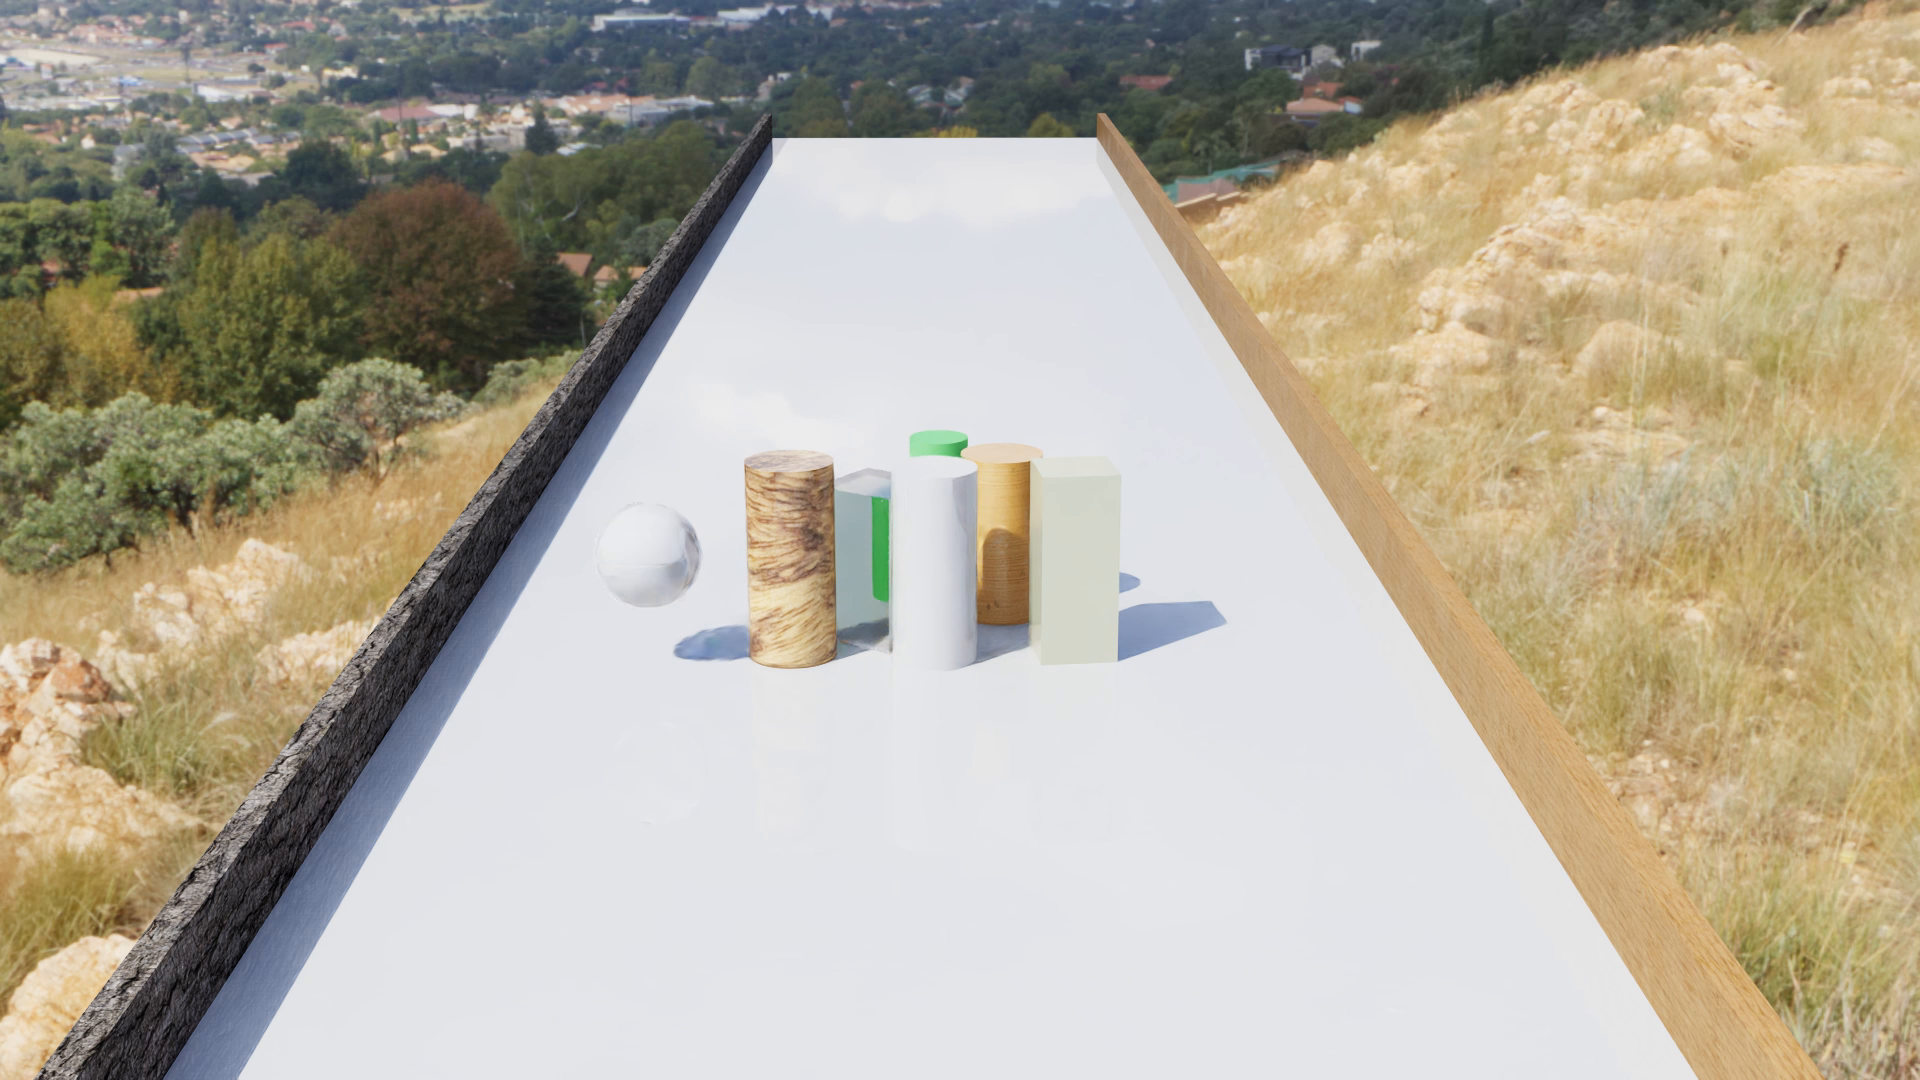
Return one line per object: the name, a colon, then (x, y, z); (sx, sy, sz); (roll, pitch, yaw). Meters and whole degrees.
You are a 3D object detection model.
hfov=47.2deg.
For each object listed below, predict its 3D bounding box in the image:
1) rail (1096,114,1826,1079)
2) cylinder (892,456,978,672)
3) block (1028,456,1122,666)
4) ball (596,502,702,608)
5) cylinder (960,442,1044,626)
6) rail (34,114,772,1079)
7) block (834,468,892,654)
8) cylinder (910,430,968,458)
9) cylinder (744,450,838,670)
rail: (0.932, -0.844, 7.801); (0.050, 0.150, 12.000); (0, 17, -1)
cylinder: (-0.051, 0.046, 4.371); (0.170, 0.397, 0.170); (0, 17, 0)
block: (0.228, 0.040, 4.412); (0.155, 0.388, 0.155); (-2, 17, -7)
ball: (-0.610, 0.031, 4.318); (0.209, 0.209, 0.209); (0, 17, 0)
cylinder: (0.088, -0.013, 4.652); (0.173, 0.353, 0.173); (0, 17, 0)
rail: (-1.118, -0.838, 7.780); (0.050, 0.150, 12.000); (0, 17, -1)
block: (-0.168, 0.040, 4.519); (0.180, 0.326, 0.180); (10, 20, 31)
cylinder: (-0.047, -0.072, 4.898); (0.129, 0.325, 0.129); (0, 17, 0)
cylinder: (-0.337, 0.037, 4.392); (0.178, 0.404, 0.178); (0, 17, 0)
